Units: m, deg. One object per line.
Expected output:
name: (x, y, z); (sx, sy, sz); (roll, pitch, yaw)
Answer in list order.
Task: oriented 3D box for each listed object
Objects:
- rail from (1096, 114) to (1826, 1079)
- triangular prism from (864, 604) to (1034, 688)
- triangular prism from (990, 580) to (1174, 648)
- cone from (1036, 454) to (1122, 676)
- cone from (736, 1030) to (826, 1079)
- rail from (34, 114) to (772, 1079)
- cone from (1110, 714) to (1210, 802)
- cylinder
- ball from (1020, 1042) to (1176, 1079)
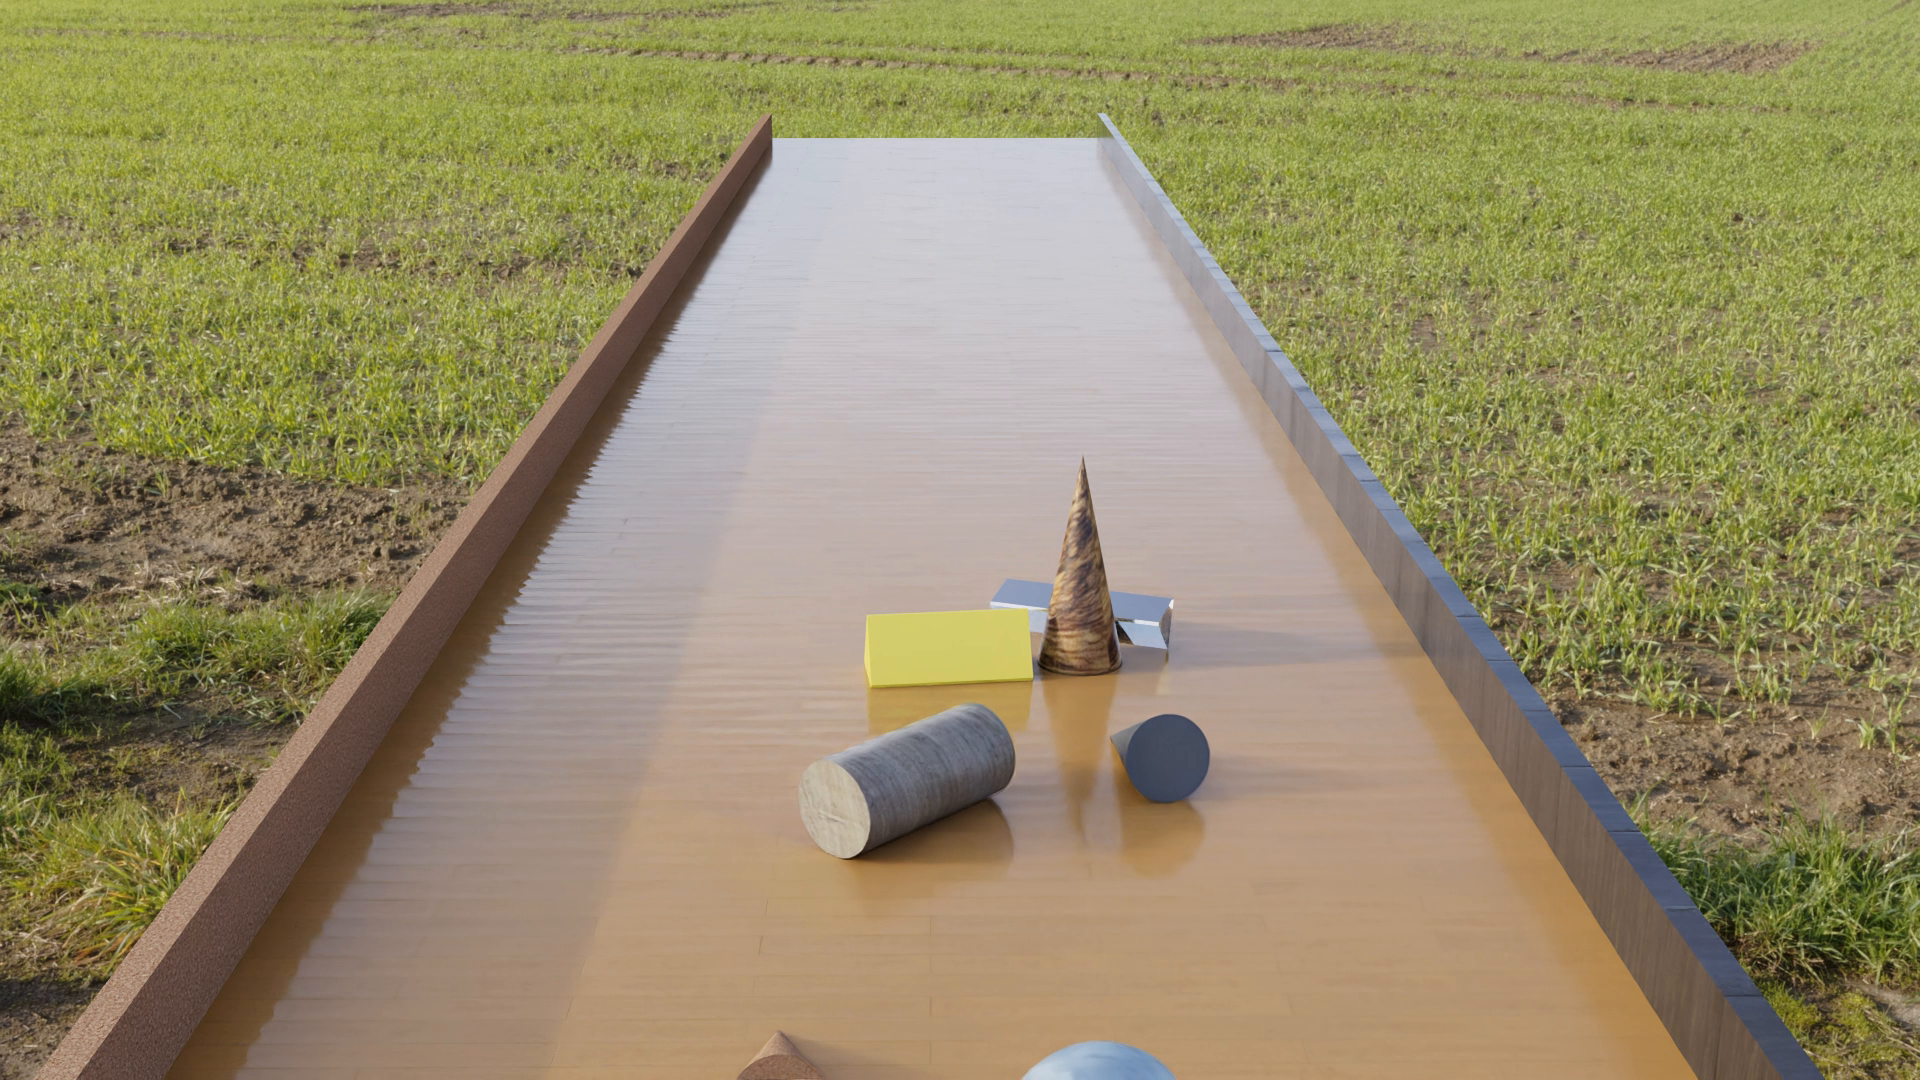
rail: (0.932, -0.844, 7.801); (0.050, 0.150, 12.000); (0, 17, -1)
triangular prism: (-0.025, 0.200, 4.326); (0.317, 0.123, 0.142); (-6, 22, -8)
triangular prism: (0.255, 0.138, 4.526); (0.361, 0.102, 0.088); (7, 61, 21)
cone: (0.240, 0.038, 4.345); (0.172, 0.430, 0.172); (0, 17, 0)
cone: (-0.233, 0.678, 2.838); (0.126, 0.126, 0.305); (-1, 5, -5)
rail: (-1.118, -0.838, 7.780); (0.050, 0.150, 12.000); (0, 17, -1)
cone: (0.313, 0.364, 3.873); (0.151, 0.151, 0.307); (-4, 3, -15)
cylinder: (-0.084, 0.392, 3.625); (0.163, 0.163, 0.350); (14, 22, 40)
ball: (0.159, 0.690, 2.501); (0.232, 0.232, 0.232); (0, 17, 0)
